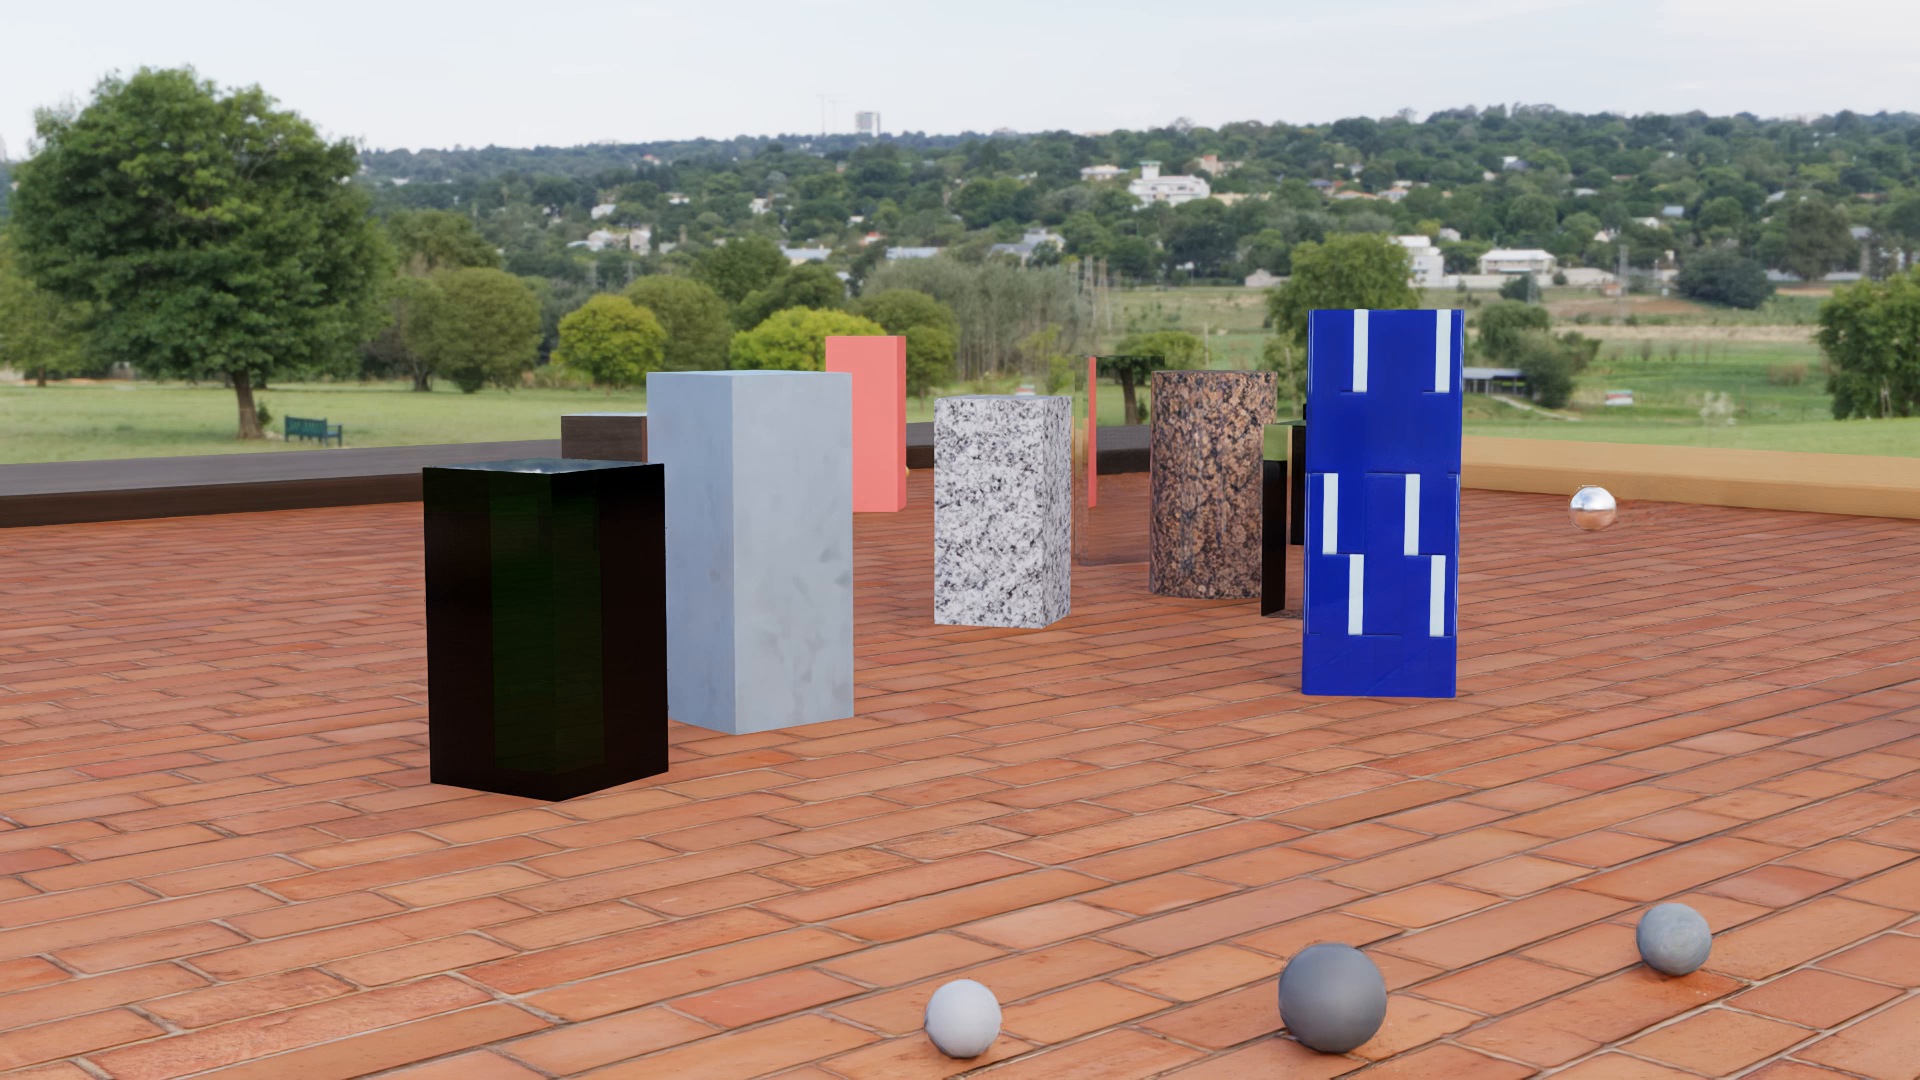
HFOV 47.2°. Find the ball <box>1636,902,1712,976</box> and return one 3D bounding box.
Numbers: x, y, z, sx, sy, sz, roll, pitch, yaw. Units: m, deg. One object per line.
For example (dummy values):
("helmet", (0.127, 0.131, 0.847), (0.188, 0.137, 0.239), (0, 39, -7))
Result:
("ball", (0.480, 0.268, 1.478), (0.049, 0.049, 0.049), (0, 6, 0))

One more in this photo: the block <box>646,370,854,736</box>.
("block", (-0.229, 0.006, 2.405), (0.159, 0.378, 0.159), (-5, 8, -41))

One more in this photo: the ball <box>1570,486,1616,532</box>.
("ball", (1.278, -0.062, 4.439), (0.092, 0.092, 0.092), (0, 6, 0))

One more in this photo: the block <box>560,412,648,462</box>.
("block", (-0.654, -0.116, 4.198), (0.159, 0.249, 0.159), (1, 6, 12))

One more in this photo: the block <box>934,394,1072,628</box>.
("block", (0.063, -0.045, 3.173), (0.159, 0.321, 0.159), (2, 6, 17))

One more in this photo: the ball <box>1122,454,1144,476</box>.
("ball", (0.467, -0.204, 5.946), (0.061, 0.061, 0.061), (0, 6, 0))

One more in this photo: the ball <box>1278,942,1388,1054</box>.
("ball", (0.224, 0.276, 1.325), (0.066, 0.066, 0.066), (0, 6, 0))

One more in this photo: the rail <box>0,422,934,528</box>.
("rail", (-1.483, -0.133, 4.930), (4.906, 0.129, 0.045), (-5, 8, -42))

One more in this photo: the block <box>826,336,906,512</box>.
("block", (-0.210, -0.264, 4.947), (0.159, 0.388, 0.159), (1, 6, 6))

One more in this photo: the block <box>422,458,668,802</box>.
("block", (-0.392, 0.078, 2.091), (0.159, 0.300, 0.159), (4, 7, 32))

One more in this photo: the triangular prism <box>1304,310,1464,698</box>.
("triangular prism", (0.495, -0.048, 2.601), (0.172, 0.446, 0.149), (1, 6, 7))

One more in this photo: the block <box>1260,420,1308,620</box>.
("block", (0.547, -0.031, 3.225), (0.159, 0.281, 0.159), (3, 7, 28))

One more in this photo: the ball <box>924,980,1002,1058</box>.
("ball", (0.002, 0.286, 1.316), (0.046, 0.046, 0.046), (0, 6, 0))

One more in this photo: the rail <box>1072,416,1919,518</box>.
("rail", (1.786, -0.137, 4.970), (0.045, 0.129, 4.422), (-5, 8, -42))

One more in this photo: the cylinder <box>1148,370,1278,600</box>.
("cylinder", (0.401, -0.092, 3.485), (0.199, 0.349, 0.199), (0, 6, 0))

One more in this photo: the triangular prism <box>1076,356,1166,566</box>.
("triangular prism", (0.251, -0.146, 3.931), (0.172, 0.365, 0.149), (-4, 7, -32))

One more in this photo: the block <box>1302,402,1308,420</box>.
("block", (0.762, -0.133, 4.277), (0.159, 0.267, 0.159), (2, 6, 23))
